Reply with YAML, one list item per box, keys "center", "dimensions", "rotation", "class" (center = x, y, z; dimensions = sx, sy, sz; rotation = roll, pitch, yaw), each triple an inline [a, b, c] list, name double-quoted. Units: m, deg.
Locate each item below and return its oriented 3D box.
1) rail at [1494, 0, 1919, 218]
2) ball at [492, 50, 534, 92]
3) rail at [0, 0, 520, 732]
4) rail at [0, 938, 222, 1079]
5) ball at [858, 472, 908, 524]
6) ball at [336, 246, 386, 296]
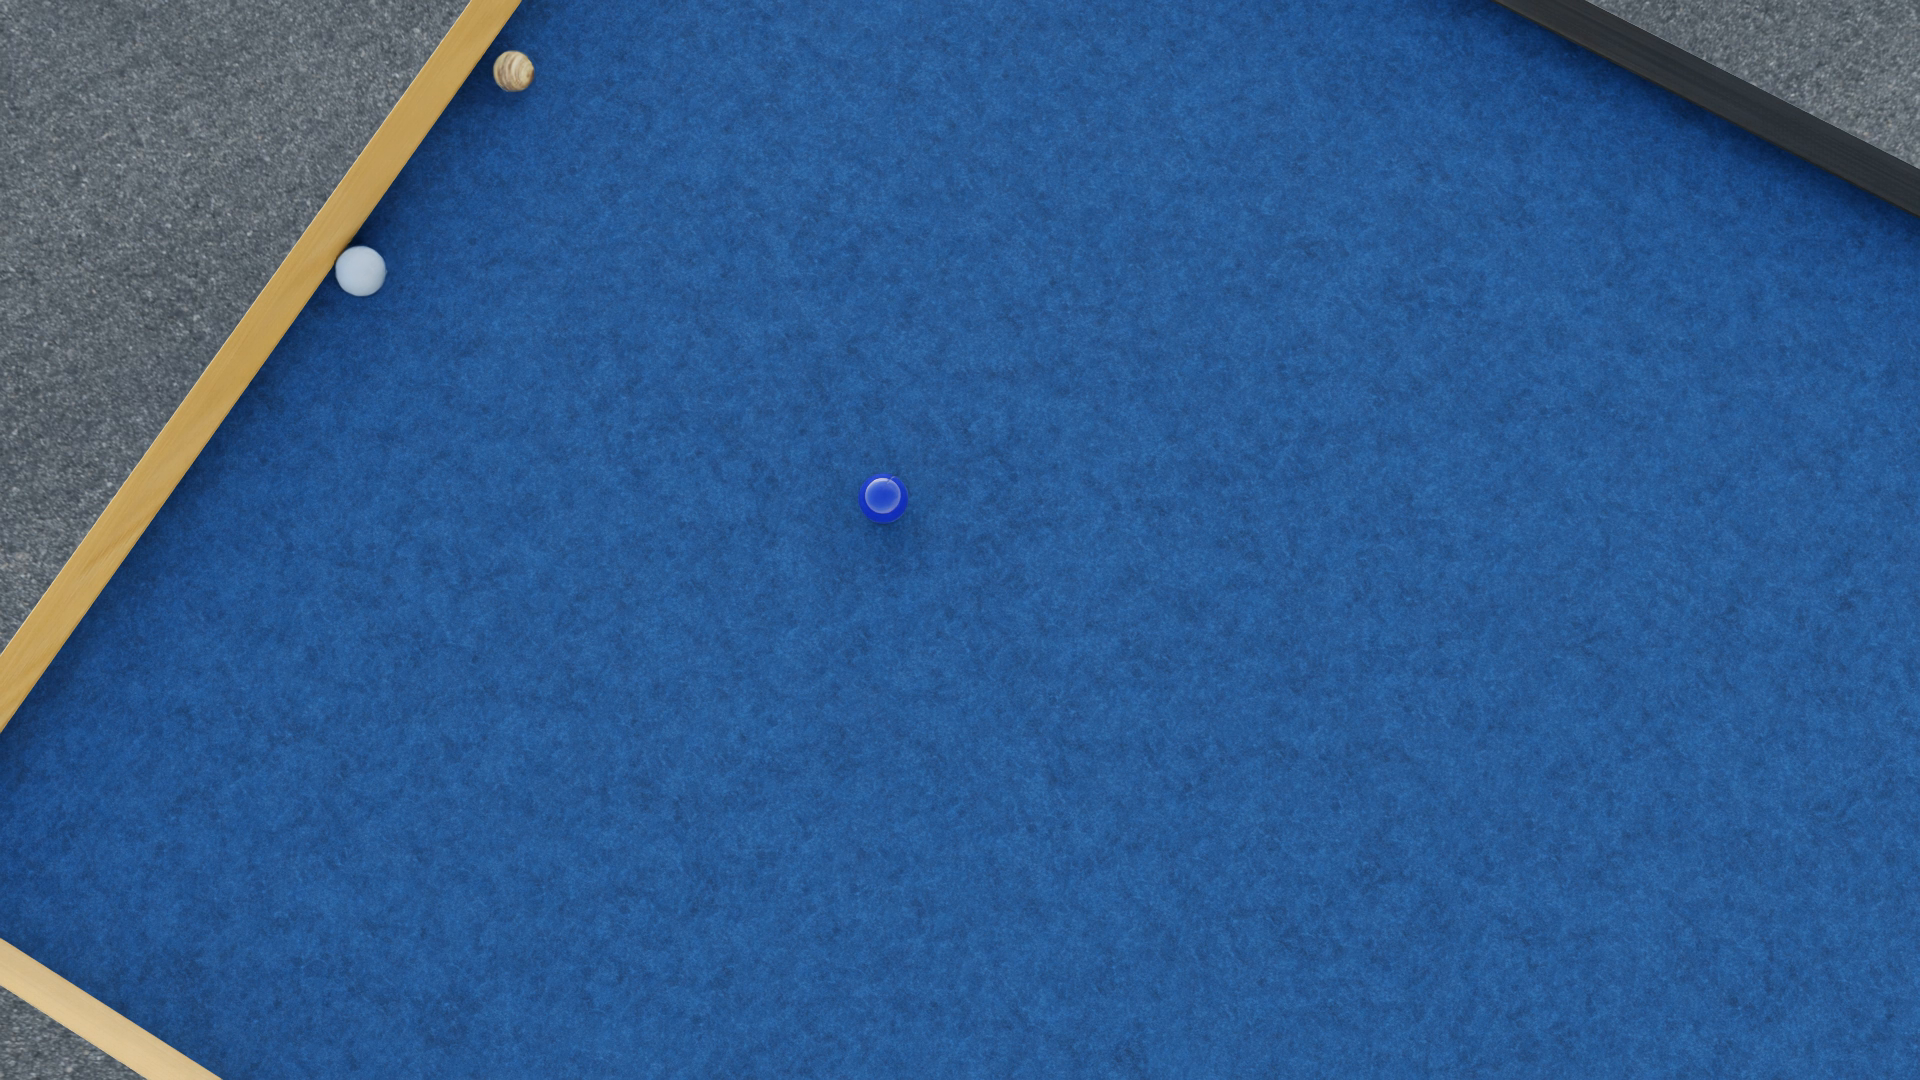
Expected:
- center: [1.596, -0.490, 3.472]
  dimensions: [4.483, 0.102, 0.045]
  rotation: [30, 77, 8]
  class: "rail"
- center: [-0.724, -0.759, 3.565]
  dimensions: [0.066, 0.066, 0.066]
  rotation: [0, 75, 0]
  class: "ball"
- center: [-0.946, -0.540, 3.485]
  dimensions: [0.045, 0.102, 2.533]
  rotation: [30, 77, 8]
  class: "rail"
- center: [0.337, 1.576, 2.903]
  dimensions: [4.483, 0.102, 0.045]
  rotation: [30, 77, 8]
  class: "rail"
- center: [-0.117, -0.064, 3.368]
  dimensions: [0.078, 0.078, 0.078]
  rotation: [0, 75, 0]
  class: "ball"
- center: [-0.944, -0.424, 3.467]
  dimensions: [0.079, 0.079, 0.079]
  rotation: [0, 75, 0]
  class: "ball"
